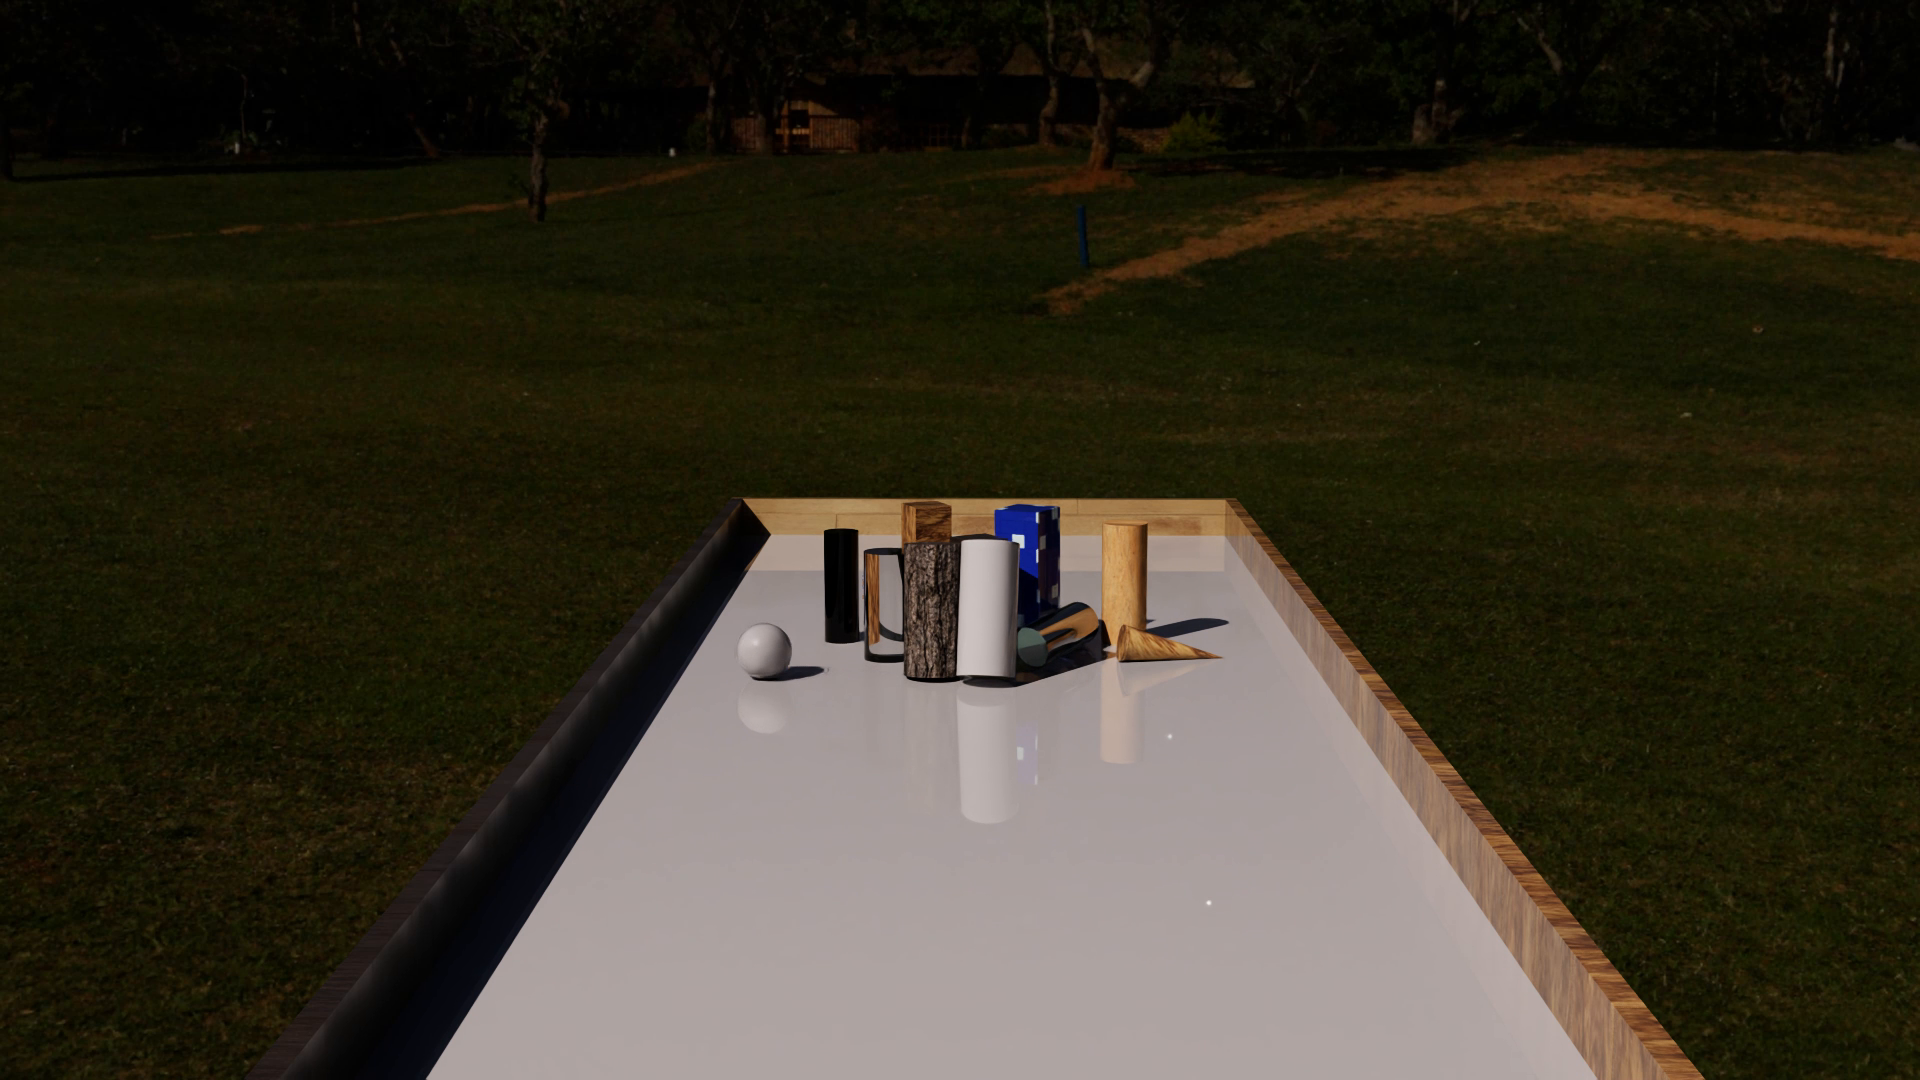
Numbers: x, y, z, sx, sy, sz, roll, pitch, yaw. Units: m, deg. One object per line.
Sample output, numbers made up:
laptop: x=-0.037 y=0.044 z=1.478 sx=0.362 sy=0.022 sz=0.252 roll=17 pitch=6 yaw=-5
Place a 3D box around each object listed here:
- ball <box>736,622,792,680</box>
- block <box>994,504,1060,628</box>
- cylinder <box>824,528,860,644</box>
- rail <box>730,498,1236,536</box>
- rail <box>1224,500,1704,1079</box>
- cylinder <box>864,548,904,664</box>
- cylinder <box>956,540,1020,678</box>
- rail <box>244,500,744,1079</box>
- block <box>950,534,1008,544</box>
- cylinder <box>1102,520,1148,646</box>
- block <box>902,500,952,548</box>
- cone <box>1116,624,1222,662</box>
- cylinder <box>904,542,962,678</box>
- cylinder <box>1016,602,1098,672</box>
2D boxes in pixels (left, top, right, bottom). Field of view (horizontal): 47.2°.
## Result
ball: x=-0.573 y=0.325 z=6.436 sx=0.164 sy=0.164 sz=0.164 roll=0 pitch=9 yaw=0
block: x=0.213 y=0.114 z=6.911 sx=0.151 sy=0.431 sz=0.151 roll=4 pitch=10 yaw=29
cylinder: x=-0.375 y=0.145 z=6.967 sx=0.110 sy=0.352 sz=0.110 roll=0 pitch=9 yaw=0
rail: x=0.099 y=-0.098 z=9.147 sx=2.100 sy=0.150 sz=0.050 roll=0 pitch=9 yaw=1
rail: x=1.046 y=0.843 z=3.208 sx=0.050 sy=0.150 sz=12.000 roll=0 pitch=9 yaw=1
cylinder: x=-0.220 y=0.198 z=6.703 sx=0.146 sy=0.331 sz=0.146 roll=0 pitch=9 yaw=0
cylinder: x=0.082 y=0.202 z=6.384 sx=0.172 sy=0.390 sz=0.172 roll=2 pitch=-7 yaw=0
rail: x=-1.004 y=0.839 z=3.234 sx=0.050 sy=0.150 sz=12.000 roll=0 pitch=9 yaw=1
block: x=0.057 y=0.179 z=6.676 sx=0.128 sy=0.377 sz=0.128 roll=-6 pitch=11 yaw=-31
cylinder: x=0.519 y=0.133 z=6.951 sx=0.142 sy=0.381 sz=0.142 roll=0 pitch=9 yaw=0
block: x=-0.106 y=0.104 z=6.951 sx=0.121 sy=0.438 sz=0.121 roll=-4 pitch=10 yaw=-23
cone: x=0.650 y=0.337 z=6.706 sx=0.327 sy=0.114 sz=0.114 roll=9 pitch=8 yaw=-8
cylinder: x=-0.080 y=0.203 z=6.444 sx=0.169 sy=0.386 sz=0.169 roll=0 pitch=3 yaw=0
cylinder: x=0.285 y=0.294 z=6.723 sx=0.136 sy=0.136 sz=0.446 roll=4 pitch=10 yaw=23
